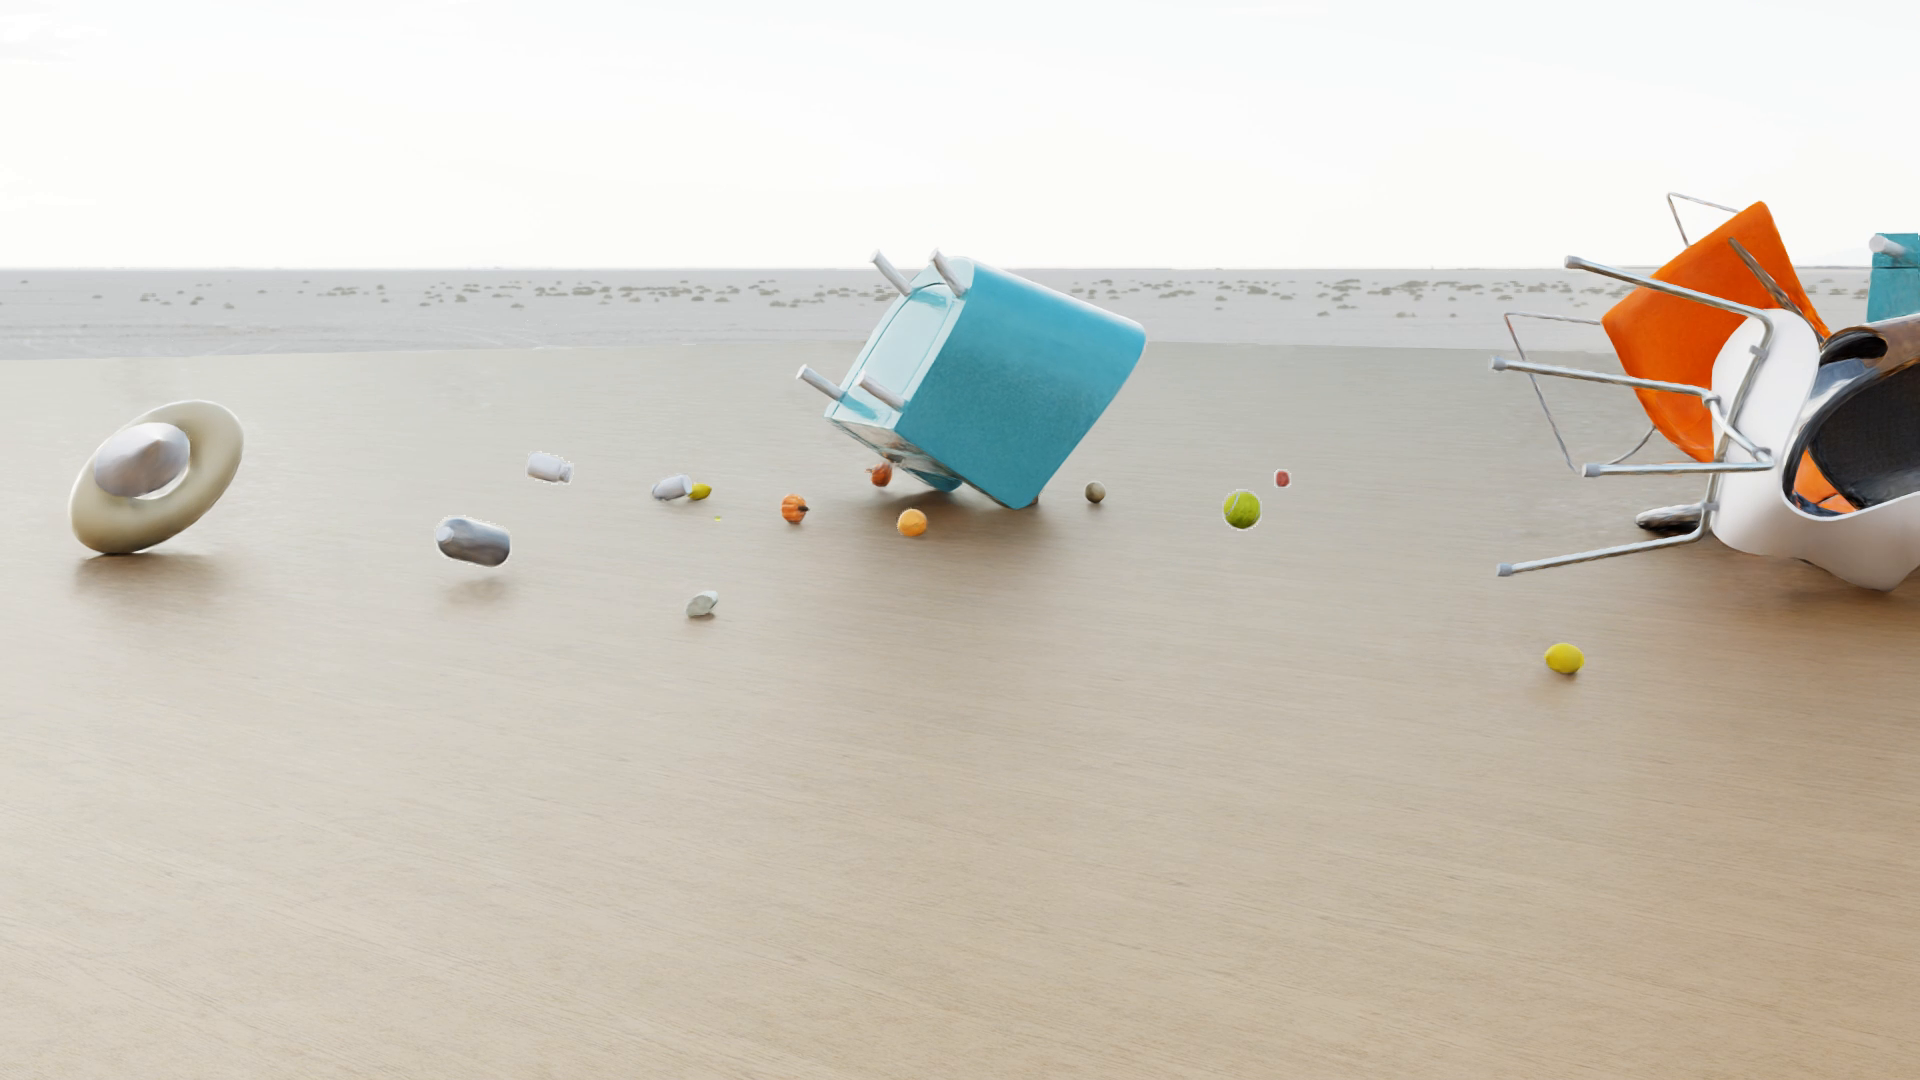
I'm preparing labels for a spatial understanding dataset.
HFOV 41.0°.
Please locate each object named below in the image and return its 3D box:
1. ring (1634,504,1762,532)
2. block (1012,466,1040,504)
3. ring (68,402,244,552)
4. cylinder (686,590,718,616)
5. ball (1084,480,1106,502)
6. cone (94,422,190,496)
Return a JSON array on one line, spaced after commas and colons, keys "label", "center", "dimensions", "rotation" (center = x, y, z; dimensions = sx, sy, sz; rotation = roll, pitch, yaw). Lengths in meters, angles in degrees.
[{"label": "ring", "center": [1.881, -0.058, 6.542], "dimensions": [0.322, 0.045, 0.315], "rotation": [1, -7, -28]}, {"label": "block", "center": [0.192, -0.162, 7.480], "dimensions": [0.066, 0.102, 0.038], "rotation": [-4, 8, -33]}, {"label": "ring", "center": [-1.932, -0.154, 6.177], "dimensions": [0.497, 0.284, 0.158], "rotation": [-47, 6, -33]}, {"label": "cylinder", "center": [-0.503, 0.124, 4.999], "dimensions": [0.059, 0.037, 0.071], "rotation": [-28, 3, 6]}, {"label": "ball", "center": [0.393, -0.140, 7.457], "dimensions": [0.064, 0.064, 0.064], "rotation": [0, 6, 0]}, {"label": "cone", "center": [-1.873, -0.209, 5.936], "dimensions": [0.238, 0.158, 0.234], "rotation": [-32, 5, -28]}]
